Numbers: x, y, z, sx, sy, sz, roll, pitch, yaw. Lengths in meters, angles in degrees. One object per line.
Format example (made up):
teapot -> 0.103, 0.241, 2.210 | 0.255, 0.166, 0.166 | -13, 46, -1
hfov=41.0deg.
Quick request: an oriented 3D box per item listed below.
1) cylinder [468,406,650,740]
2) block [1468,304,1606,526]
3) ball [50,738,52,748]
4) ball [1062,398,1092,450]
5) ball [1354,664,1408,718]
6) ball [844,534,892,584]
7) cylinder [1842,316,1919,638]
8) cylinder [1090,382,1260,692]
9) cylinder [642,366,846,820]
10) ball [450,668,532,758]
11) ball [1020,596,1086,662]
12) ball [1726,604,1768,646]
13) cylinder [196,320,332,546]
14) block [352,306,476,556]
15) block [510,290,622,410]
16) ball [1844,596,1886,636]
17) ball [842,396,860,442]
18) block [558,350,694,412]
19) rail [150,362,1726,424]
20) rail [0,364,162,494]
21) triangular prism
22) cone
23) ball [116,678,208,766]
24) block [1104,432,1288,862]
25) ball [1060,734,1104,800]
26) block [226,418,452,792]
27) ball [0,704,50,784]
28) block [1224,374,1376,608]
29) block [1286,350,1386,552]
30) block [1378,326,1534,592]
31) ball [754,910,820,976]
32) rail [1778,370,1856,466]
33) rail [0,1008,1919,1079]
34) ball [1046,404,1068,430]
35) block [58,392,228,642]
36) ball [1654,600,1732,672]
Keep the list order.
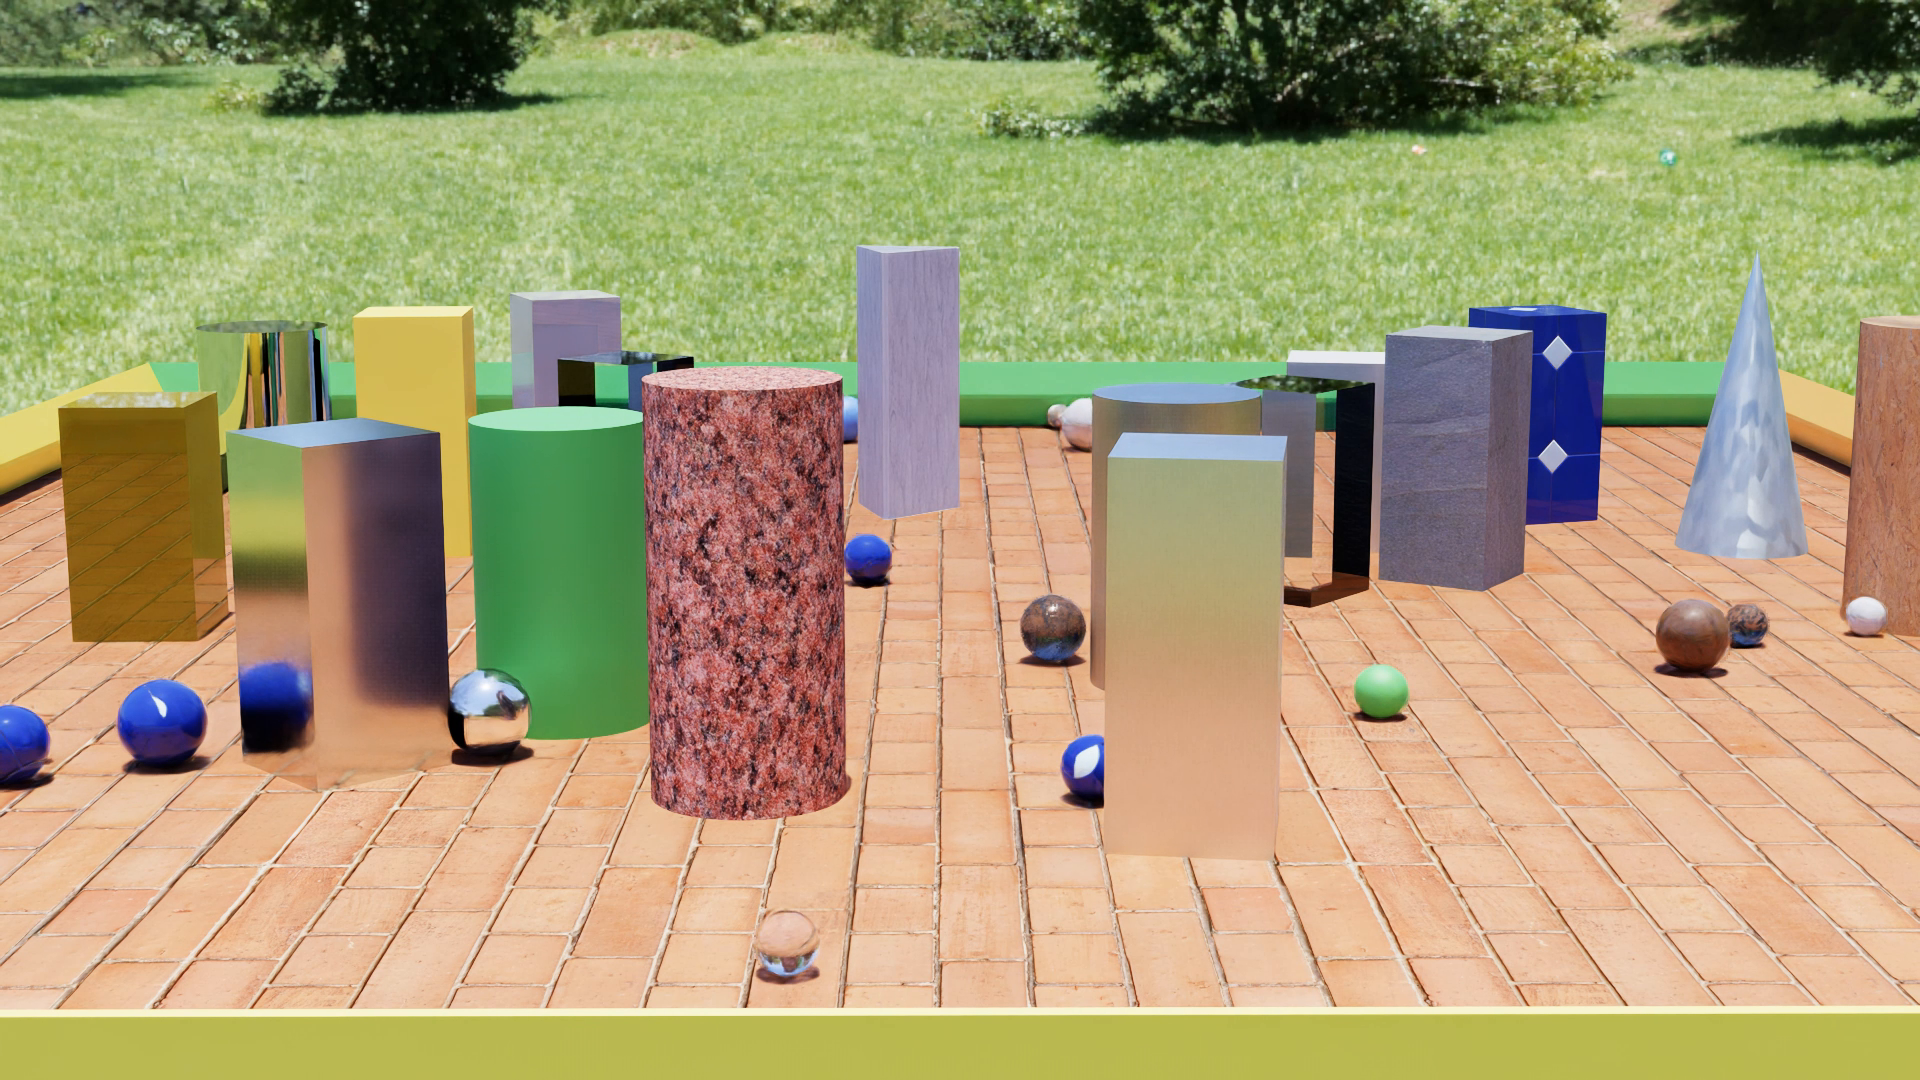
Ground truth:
cylinder -> -0.444, 0.033, 2.871 | 0.198, 0.341, 0.198 | 0, 10, 0
block -> 0.932, -0.206, 4.173 | 0.158, 0.336, 0.158 | -4, 11, -19
ball -> -0.981, 0.215, 2.710 | 0.042, 0.042, 0.042 | 0, 10, 0
ball -> 0.243, -0.222, 4.914 | 0.099, 0.099, 0.099 | 0, 10, 0
ball -> 0.475, 0.171, 2.896 | 0.061, 0.061, 0.061 | 0, 10, 0
ball -> -0.132, 0.027, 3.647 | 0.071, 0.071, 0.071 | 0, 10, 0
cylinder -> 1.272, -0.087, 3.363 | 0.198, 0.397, 0.198 | 0, 10, 0
cylinder -> 0.254, -0.002, 3.043 | 0.198, 0.347, 0.198 | 0, 10, 0
cylinder -> -0.214, 0.048, 2.564 | 0.198, 0.423, 0.198 | 0, 10, 0
ball -> -0.503, 0.184, 2.733 | 0.094, 0.094, 0.094 | 0, 10, 0
ball -> 0.115, 0.109, 3.170 | 0.082, 0.082, 0.082 | 0, 10, 0
ball -> 0.998, 0.108, 3.258 | 0.053, 0.053, 0.053 | 0, 10, 0
cylinder -> -1.079, -0.169, 3.999 | 0.198, 0.328, 0.198 | 0, 10, 0
block -> -0.820, -0.166, 3.889 | 0.158, 0.361, 0.158 | -1, 11, -4
block -> -0.698, -0.271, 4.553 | 0.158, 0.327, 0.158 | -5, 11, -23
ball -> 1.170, 0.099, 3.313 | 0.051, 0.051, 0.051 | 0, 10, 0
ball -> -0.224, -0.238, 5.025 | 0.089, 0.089, 0.089 | 0, 10, 0
block -> -0.552, -0.178, 4.259 | 0.158, 0.250, 0.158 | 8, 13, 35
rail -> -0.010, -0.295, 5.218 | 3.285, 0.128, 0.045 | 0, 10, 0
rail -> -1.619, 0.035, 3.440 | 0.045, 0.128, 3.646 | 0, 10, 0
triangular prism -> -0.114, -0.266, 4.234 | 0.148, 0.432, 0.171 | 10, 14, 43
cone -> 1.196, -0.214, 3.888 | 0.198, 0.457, 0.198 | 0, 10, 0
ball -> -0.838, 0.192, 2.695 | 0.092, 0.092, 0.092 | 0, 10, 0
block -> 0.224, 0.097, 2.431 | 0.158, 0.375, 0.158 | 2, 11, 8
ball -> 0.134, 0.228, 2.572 | 0.066, 0.066, 0.066 | 0, 10, 0
block -> -0.647, 0.062, 2.678 | 0.158, 0.354, 0.158 | -10, 14, -42
ball -> -0.975, 0.210, 2.631 | 0.081, 0.081, 0.081 | 0, 10, 0
block -> 0.464, -0.071, 3.568 | 0.158, 0.293, 0.158 | 8, 13, 38
block -> 0.582, -0.138, 3.941 | 0.158, 0.287, 0.158 | 2, 11, 9
block -> 0.709, -0.121, 3.670 | 0.158, 0.352, 0.158 | 7, 12, 32
ball -> -0.140, 0.326, 2.078 | 0.053, 0.053, 0.053 | 0, 10, 0
rail -> 1.619, 0.031, 3.458 | 0.045, 0.128, 3.646 | 0, 10, 0
rail -> 0.010, 0.361, 1.679 | 3.285, 0.128, 0.045 | 0, 10, 0
ball -> 0.201, -0.249, 5.187 | 0.053, 0.053, 0.053 | 0, 10, 0
block -> -1.057, -0.033, 3.332 | 0.158, 0.302, 0.158 | 0, 10, -1
ball -> 0.890, 0.116, 3.114 | 0.089, 0.089, 0.089 | 0, 10, 0
